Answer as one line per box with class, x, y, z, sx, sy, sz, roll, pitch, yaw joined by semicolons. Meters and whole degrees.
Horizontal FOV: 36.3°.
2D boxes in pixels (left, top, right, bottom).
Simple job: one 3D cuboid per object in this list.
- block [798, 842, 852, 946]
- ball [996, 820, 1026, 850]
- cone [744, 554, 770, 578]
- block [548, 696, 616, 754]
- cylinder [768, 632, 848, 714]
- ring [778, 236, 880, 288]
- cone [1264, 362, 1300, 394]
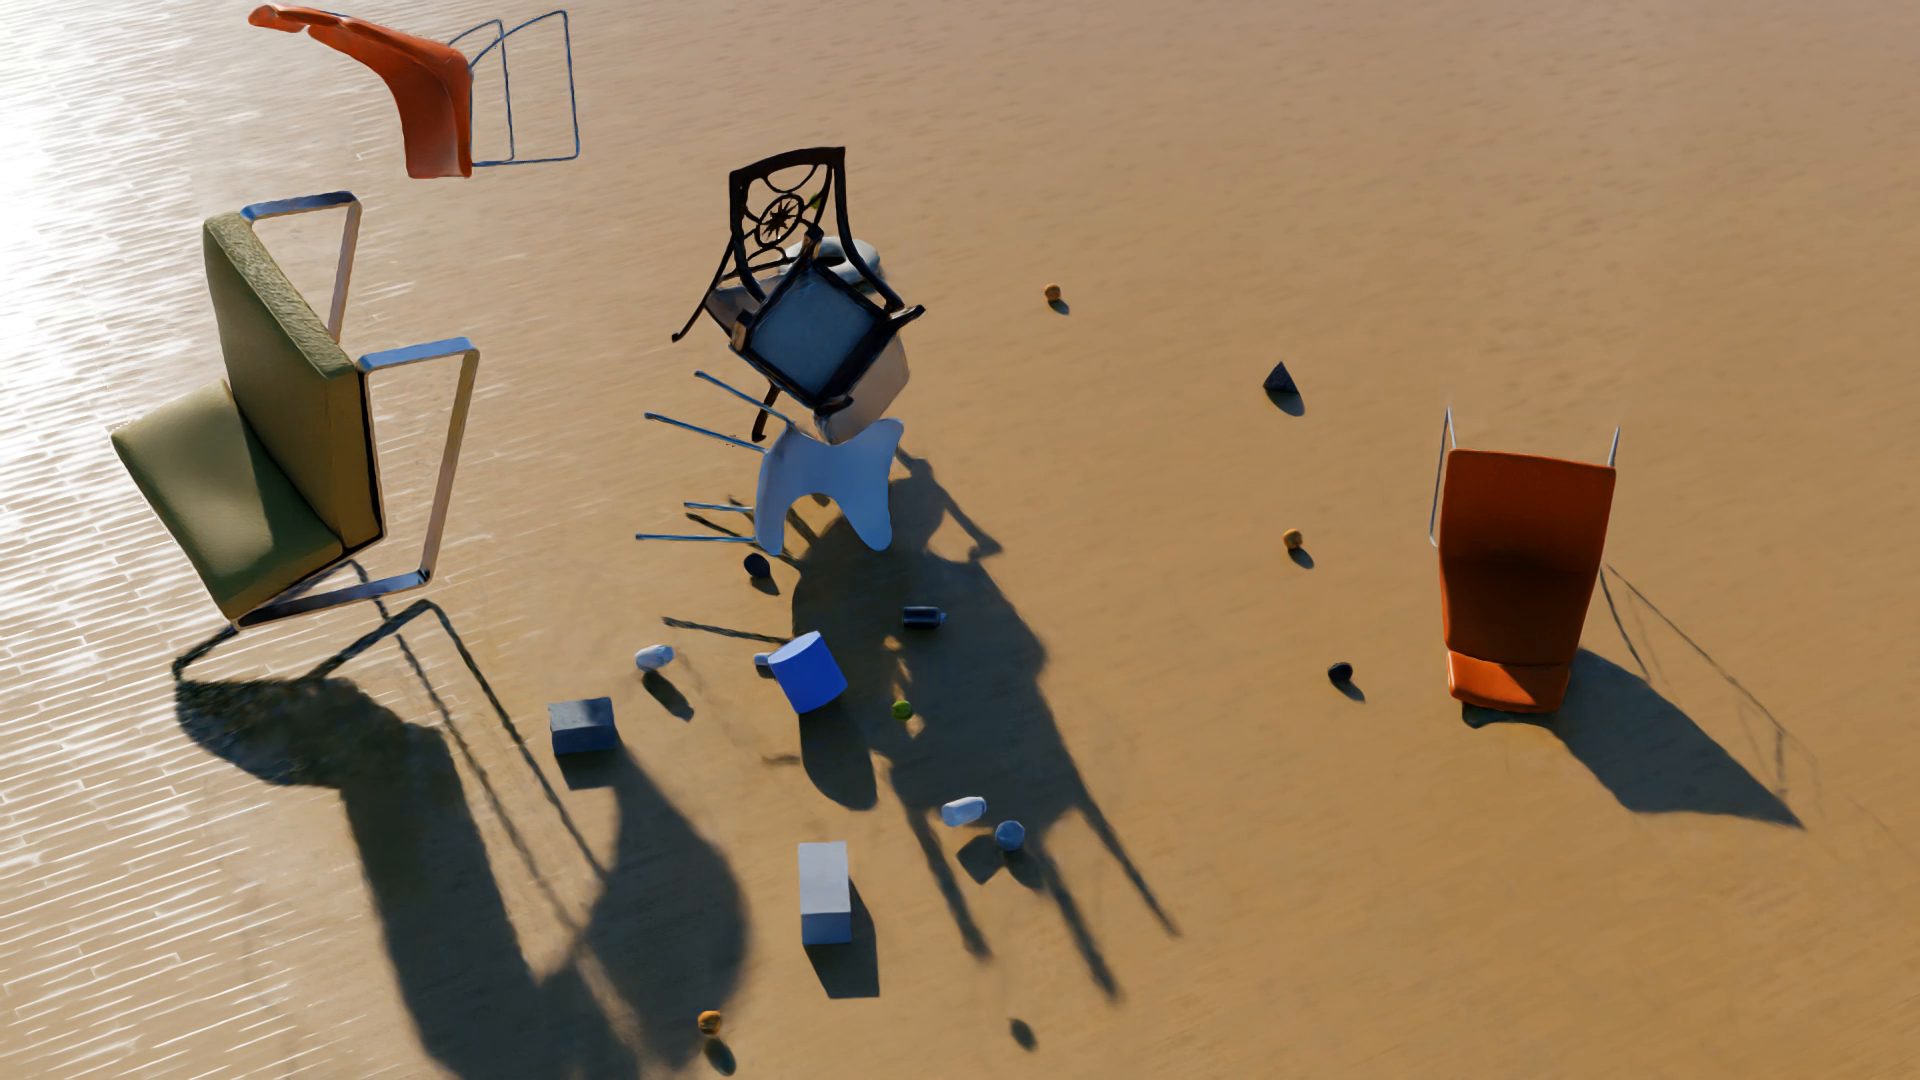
block;-0.423;1.101;9.159;0.152;0.126;0.340;-2;33;-3
ball;0.162;0.949;9.415;0.099;0.099;0.099;0;33;0
cone;-0.729;0.092;10.769;0.109;0.085;0.086;31;13;13
block;-1.275;0.627;9.902;0.211;0.100;0.155;-6;34;-9
cylinder;-0.520;0.452;10.007;0.204;0.201;0.196;-27;14;6
ring;-0.570;-1.204;12.706;0.451;0.073;0.417;-17;37;-23
cone;1.319;-0.632;11.853;0.136;0.120;0.144;37;39;9
